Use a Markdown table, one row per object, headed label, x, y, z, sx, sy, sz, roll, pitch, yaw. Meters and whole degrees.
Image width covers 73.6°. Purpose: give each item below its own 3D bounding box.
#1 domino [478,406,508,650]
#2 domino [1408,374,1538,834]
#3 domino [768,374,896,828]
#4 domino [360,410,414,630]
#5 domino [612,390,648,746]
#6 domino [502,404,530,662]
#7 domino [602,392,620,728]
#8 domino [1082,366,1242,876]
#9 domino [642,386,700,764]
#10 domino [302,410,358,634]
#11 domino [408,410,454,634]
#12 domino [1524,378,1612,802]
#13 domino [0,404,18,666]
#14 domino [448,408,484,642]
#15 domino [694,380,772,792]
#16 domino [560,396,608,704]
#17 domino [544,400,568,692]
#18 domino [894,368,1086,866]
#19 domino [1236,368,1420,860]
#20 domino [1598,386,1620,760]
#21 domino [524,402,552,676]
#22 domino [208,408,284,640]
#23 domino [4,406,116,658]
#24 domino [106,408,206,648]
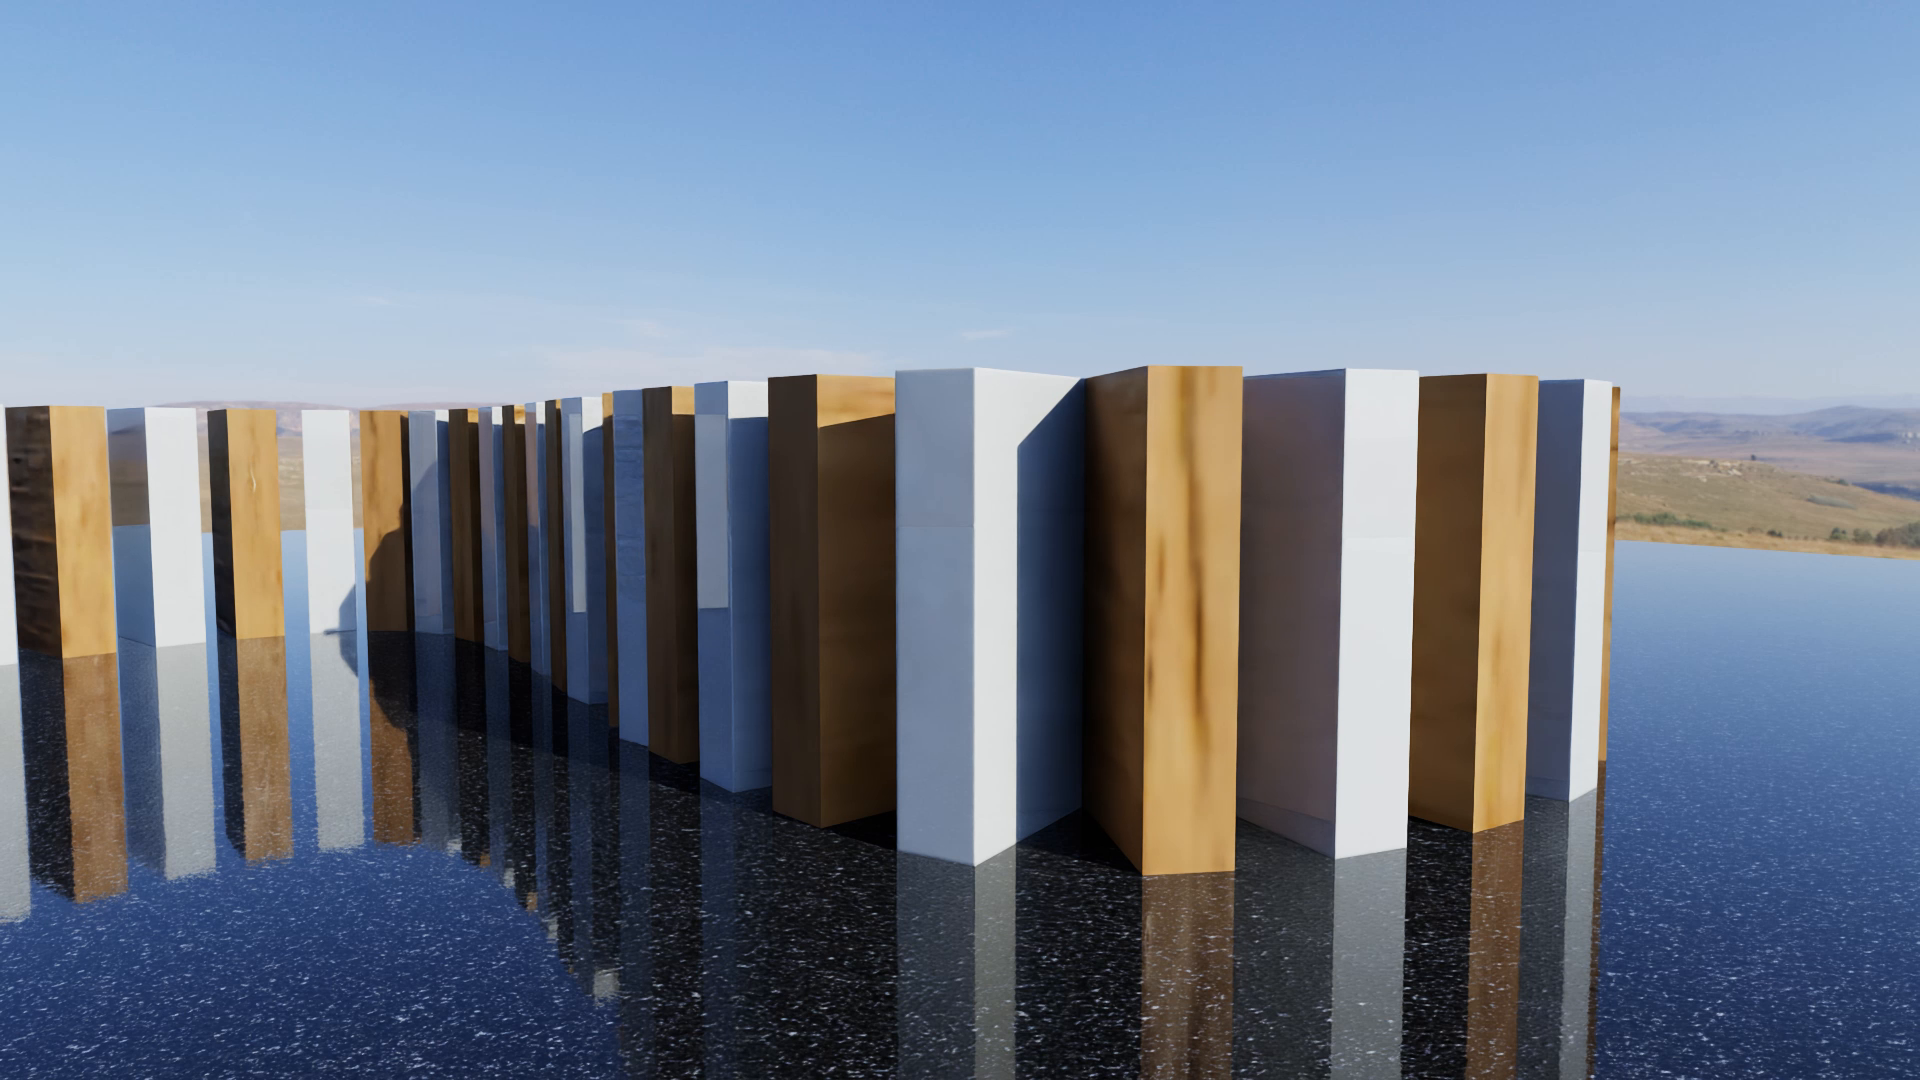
| label | x | y | z | sx | sy | sz | roll | pitch | yaw |
| --- | --- | --- | --- | --- | --- | --- | --- | --- | --- |
| domino | -0.088 | -0.003 | 0.273 | 0.025 | 0.050 | 0.009 | -3 | 5 | -37 |
| domino | 0.053 | 0.006 | 0.152 | 0.009 | 0.050 | 0.025 | -3 | 5 | -34 |
| domino | -0.009 | 0.006 | 0.152 | 0.025 | 0.050 | 0.009 | -4 | 6 | -42 |
| domino | -0.130 | -0.005 | 0.303 | 0.009 | 0.050 | 0.025 | 0 | 4 | 4 |
| domino | -0.037 | 0.003 | 0.190 | 0.010 | 0.050 | 0.025 | 4 | 6 | 42 |
| domino | -0.078 | -0.002 | 0.259 | 0.025 | 0.050 | 0.010 | -3 | 5 | -33 |
| domino | -0.046 | 0.002 | 0.203 | 0.010 | 0.050 | 0.025 | 1 | 4 | 8 |
| domino | 0.021 | 0.007 | 0.138 | 0.009 | 0.050 | 0.025 | -1 | 4 | -8 |
| domino | -0.030 | 0.004 | 0.180 | 0.025 | 0.050 | 0.010 | -3 | 5 | -37 |
| domino | -0.147 | -0.005 | 0.300 | 0.010 | 0.050 | 0.025 | -2 | 5 | -24 |
| domino | -0.113 | -0.005 | 0.297 | 0.010 | 0.050 | 0.025 | 3 | 5 | 30 |
| domino | 0.067 | 0.005 | 0.163 | 0.025 | 0.050 | 0.010 | 4 | 6 | 44 |
| domino | -0.196 | -0.001 | 0.250 | 0.025 | 0.050 | 0.010 | 3 | 5 | 34 |
| domino | -0.099 | -0.004 | 0.287 | 0.010 | 0.050 | 0.025 | 4 | 6 | 44 |
| domino | -0.020 | 0.005 | 0.166 | 0.025 | 0.050 | 0.010 | -3 | 5 | -36 |
| domino | -0.054 | 0.001 | 0.219 | 0.025 | 0.050 | 0.010 | -3 | 5 | -37 |
| domino | -0.060 | 0.000 | 0.229 | 0.025 | 0.050 | 0.010 | -2 | 5 | -29 |
| domino | 0.004 | 0.007 | 0.141 | 0.009 | 0.050 | 0.025 | 3 | 5 | 31 |
| domino | 0.038 | 0.007 | 0.143 | 0.009 | 0.050 | 0.025 | -2 | 5 | -24 |
| domino | 0.075 | 0.004 | 0.178 | 0.025 | 0.050 | 0.010 | 1 | 4 | 10 |
| domino | -0.068 | -0.001 | 0.244 | 0.025 | 0.050 | 0.009 | -3 | 5 | -30 |
| domino | -0.162 | -0.004 | 0.290 | 0.010 | 0.050 | 0.025 | -3 | 5 | -39 |
| domino | -0.185 | -0.002 | 0.264 | 0.025 | 0.050 | 0.010 | 3 | 5 | 37 |
| domino | -0.174 | -0.003 | 0.278 | 0.025 | 0.050 | 0.009 | 4 | 6 | 41 |
